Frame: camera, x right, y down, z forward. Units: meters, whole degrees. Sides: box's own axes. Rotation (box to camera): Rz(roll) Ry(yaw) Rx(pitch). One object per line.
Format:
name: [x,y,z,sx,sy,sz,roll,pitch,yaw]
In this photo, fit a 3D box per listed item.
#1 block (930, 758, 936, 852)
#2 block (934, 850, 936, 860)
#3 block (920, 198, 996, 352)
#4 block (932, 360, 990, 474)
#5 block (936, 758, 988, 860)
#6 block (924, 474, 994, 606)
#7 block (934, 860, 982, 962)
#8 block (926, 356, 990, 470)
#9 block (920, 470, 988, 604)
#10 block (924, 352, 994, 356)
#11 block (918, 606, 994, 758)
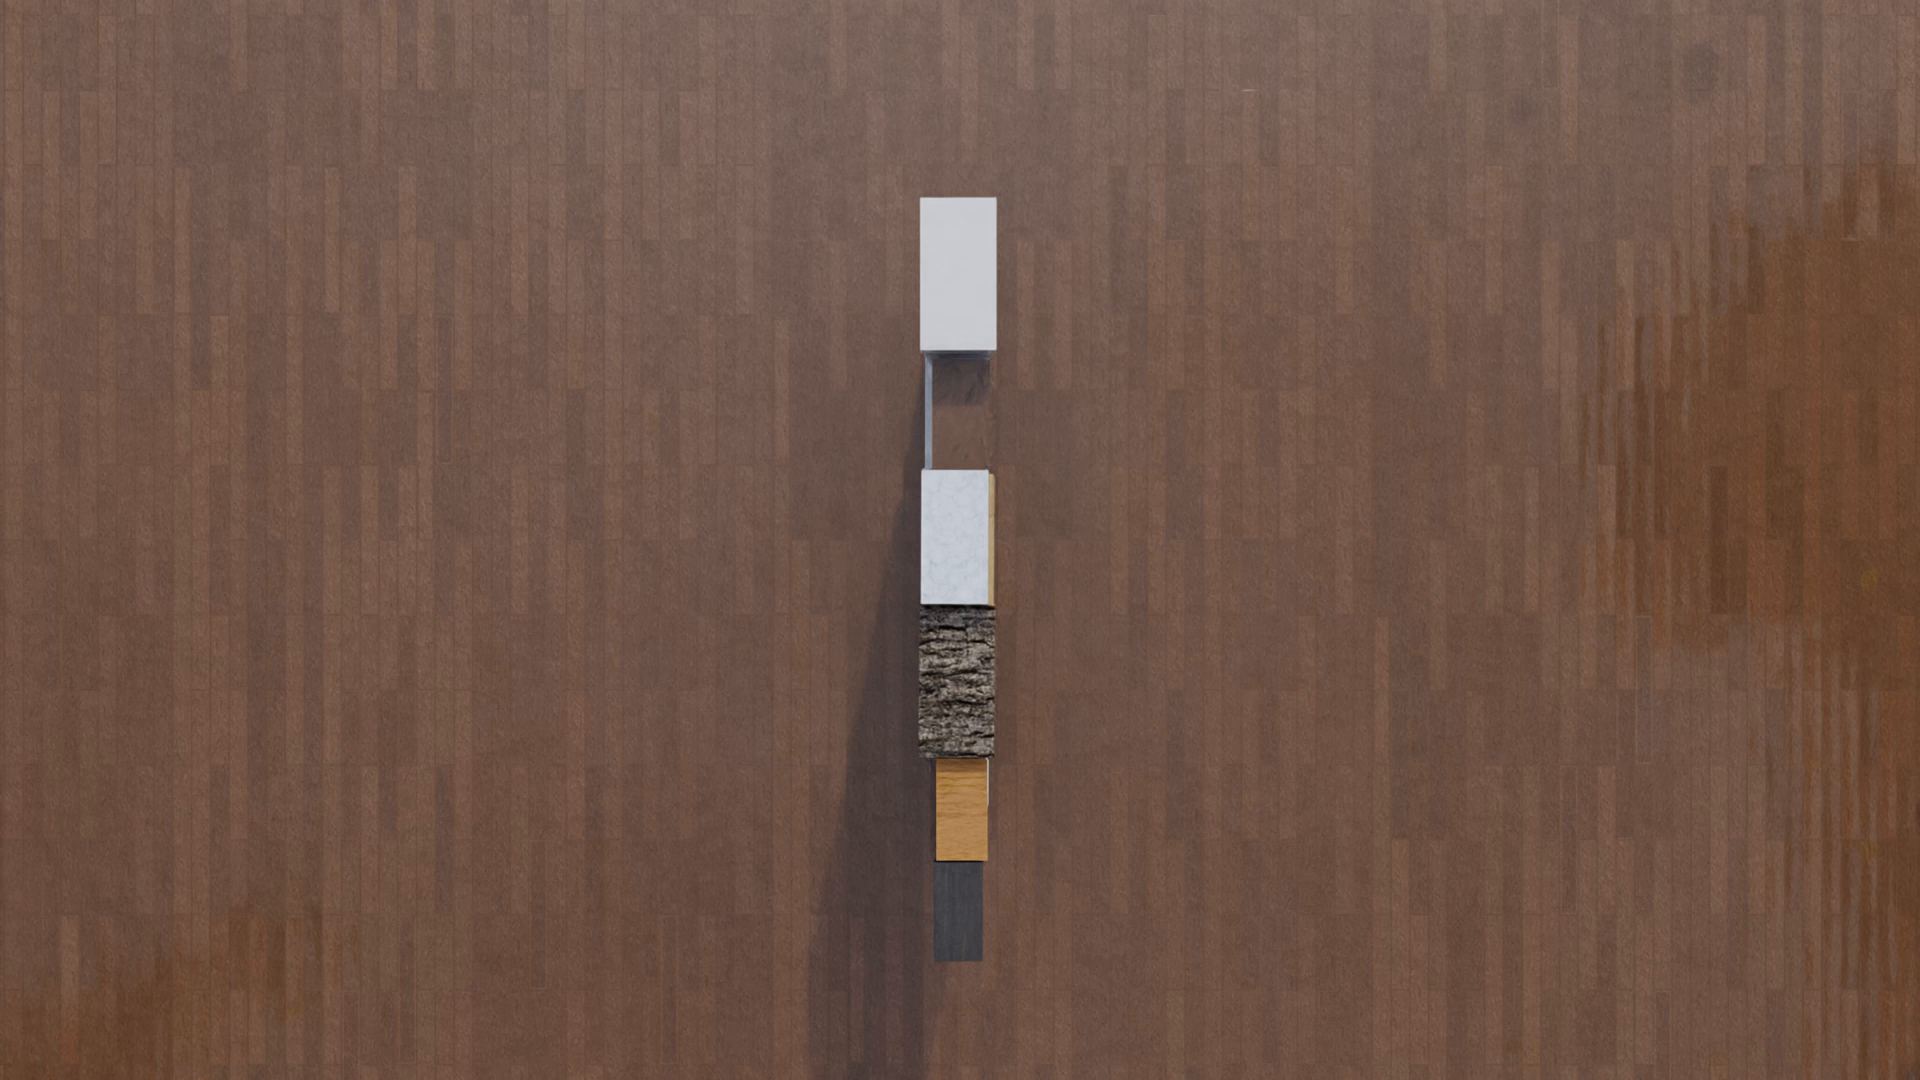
block: [-0.005,0.635,4.116,0.139,0.039,0.278,0,90,0]
block: [-0.005,0.787,3.981,0.115,0.230,0.033,0,90,0]
block: [-0.004,-0.601,3.746,0.172,0.049,0.344,0,90,0]
block: [0.002,-0.286,3.831,0.132,0.037,0.264,0,90,0]
block: [0.004,0.625,3.843,0.118,0.034,0.237,0,90,0]
block: [-0.002,0.010,4.116,0.173,0.049,0.346,1,90,1]
block: [-0.004,0.864,3.850,0.115,0.033,0.230,0,90,0]
block: [-0.005,-0.329,4.137,0.163,0.046,0.327,0,90,0]
block: [-0.012,-0.007,3.766,0.152,0.043,0.304,0,90,1]
block: [-0.003,-0.485,3.942,0.172,0.344,0.049,0,90,0]
block: [-0.007,0.327,3.819,0.174,0.049,0.347,0,90,0]
